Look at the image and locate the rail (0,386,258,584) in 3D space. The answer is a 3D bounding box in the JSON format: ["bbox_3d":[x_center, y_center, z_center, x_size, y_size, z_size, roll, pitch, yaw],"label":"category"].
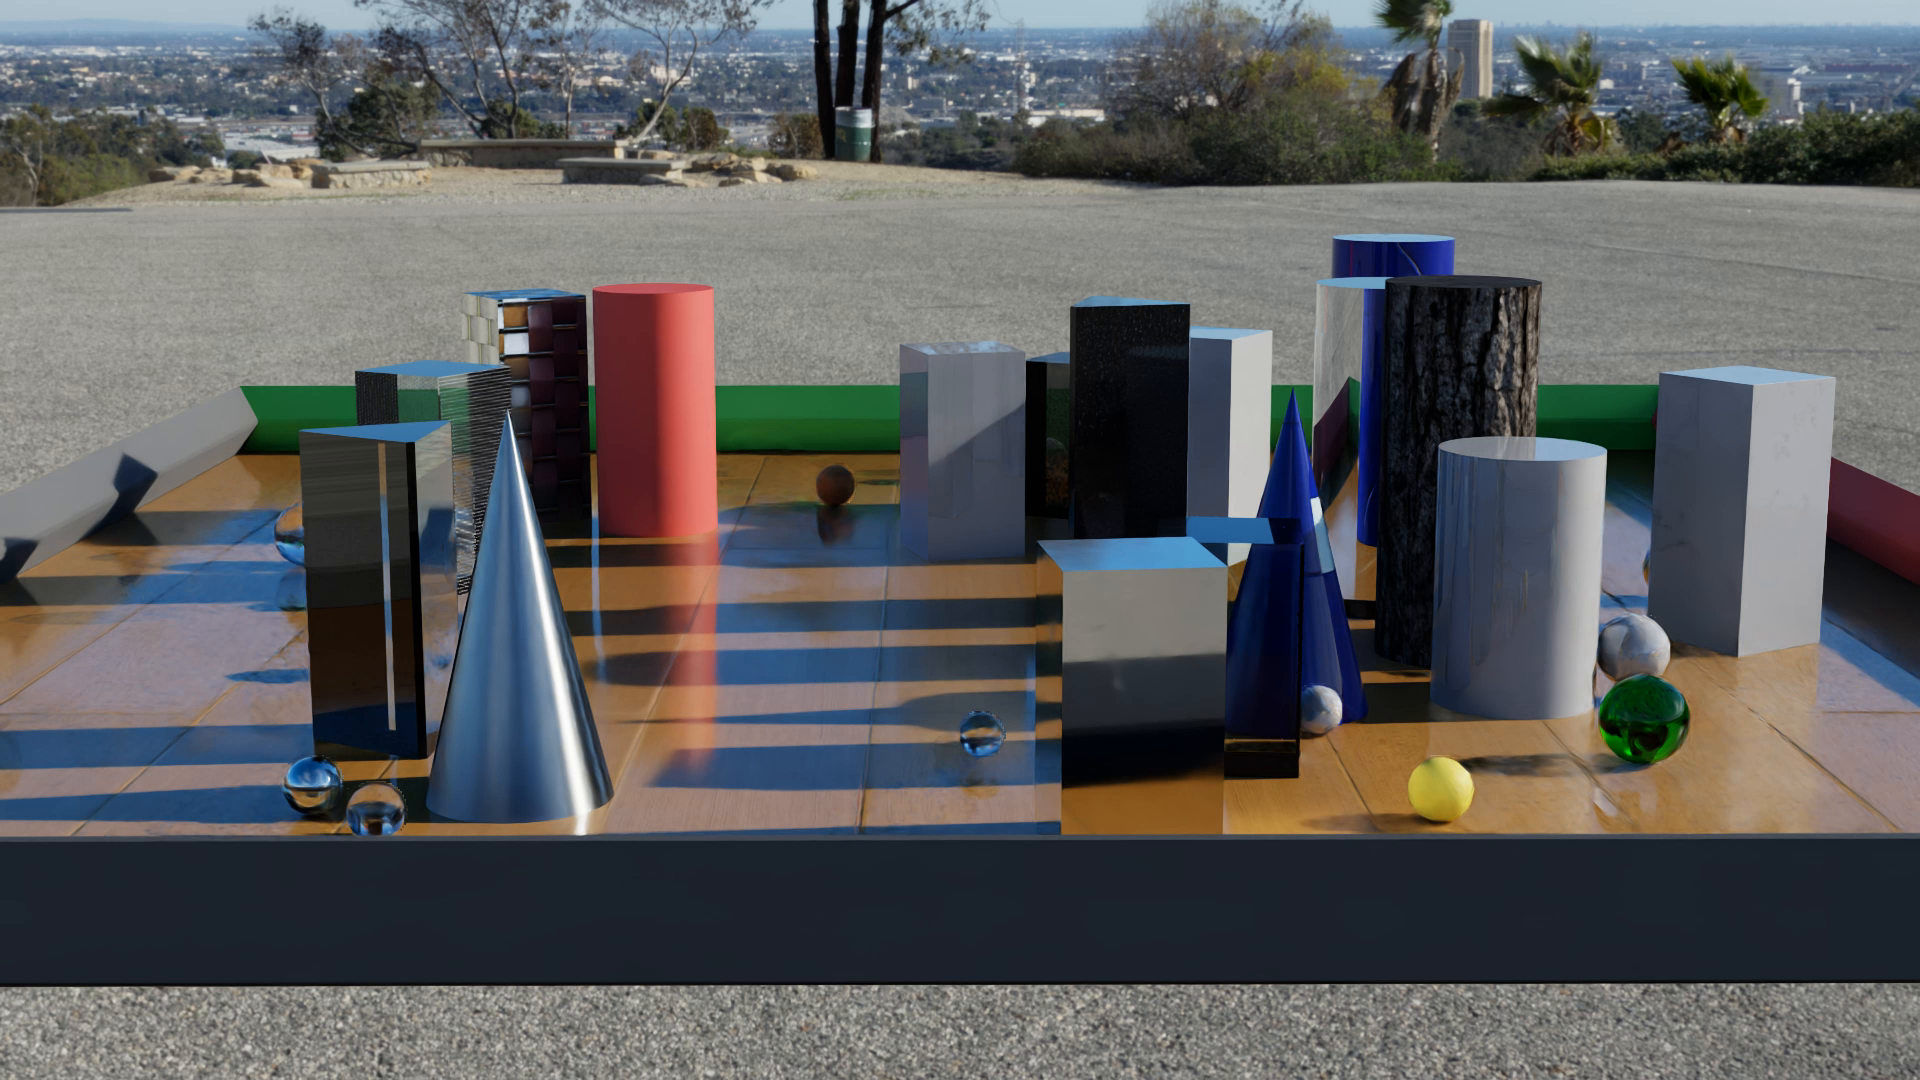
[{"bbox_3d":[-1.330,0.033,3.442,0.045,0.122,2.870,0,11,0],"label":"rail"}]

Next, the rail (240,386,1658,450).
[{"bbox_3d":[-0.008,-0.228,4.837,2.708,0.122,0.045,0,11,0],"label":"rail"}]

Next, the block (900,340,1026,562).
[{"bbox_3d":[0.003,-0.136,3.849,0.150,0.307,0.150,-3,11,-17],"label":"block"}]

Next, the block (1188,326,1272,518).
[{"bbox_3d":[0.368,-0.149,3.864,0.150,0.327,0.150,6,12,29],"label":"block"}]

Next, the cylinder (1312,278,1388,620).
[{"bbox_3d":[0.567,-0.126,3.442,0.188,0.437,0.188,0,11,0],"label":"cylinder"}]

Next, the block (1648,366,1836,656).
[{"bbox_3d":[0.987,-0.041,3.249,0.150,0.339,0.150,-7,12,-32],"label":"block"}]

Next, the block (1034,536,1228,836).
[{"bbox_3d":[0.157,0.149,2.395,0.150,0.279,0.150,-1,11,-7],"label":"block"}]

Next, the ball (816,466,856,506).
[{"bbox_3d":[-0.207,-0.091,4.261,0.067,0.067,0.067,0,11,0],"label":"ball"}]

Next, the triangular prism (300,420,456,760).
[{"bbox_3d":[-0.598,0.047,2.782,0.163,0.339,0.141,7,12,32],"label":"triangular prism"}]

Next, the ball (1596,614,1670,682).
[{"bbox_3d":[0.774,0.127,2.952,0.085,0.085,0.085,0,11,0],"label":"ball"}]

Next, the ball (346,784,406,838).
[{"bbox_3d":[-0.552,0.258,2.424,0.055,0.055,0.055,0,11,0],"label":"ball"}]

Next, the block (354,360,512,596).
[{"bbox_3d":[-0.733,-0.089,3.597,0.150,0.306,0.150,6,12,28],"label":"block"}]

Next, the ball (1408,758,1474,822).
[{"bbox_3d":[0.466,0.242,2.487,0.063,0.063,0.063,0,11,0],"label":"ball"}]

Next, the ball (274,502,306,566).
[{"bbox_3d":[-0.955,-0.008,3.747,0.093,0.093,0.093,0,11,0],"label":"ball"}]

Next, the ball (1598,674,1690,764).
[{"bbox_3d":[0.718,0.188,2.692,0.094,0.094,0.094,0,11,0],"label":"ball"}]

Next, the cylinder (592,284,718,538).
[{"bbox_3d":[-0.479,-0.207,4.034,0.188,0.378,0.188,0,11,0],"label":"cylinder"}]

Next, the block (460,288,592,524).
[{"bbox_3d":[-0.698,-0.216,4.130,0.150,0.360,0.150,-7,13,-32],"label":"block"}]

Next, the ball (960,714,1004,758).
[{"bbox_3d":[0.023,0.207,2.719,0.047,0.047,0.047,0,11,0],"label":"ball"}]

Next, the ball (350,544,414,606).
[{"bbox_3d":[-0.784,0.047,3.479,0.083,0.083,0.083,0,11,0],"label":"ball"}]

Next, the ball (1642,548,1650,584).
[{"bbox_3d":[0.979,0.038,3.506,0.090,0.090,0.090,0,11,0],"label":"ball"}]

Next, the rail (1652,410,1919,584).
[{"bbox_3d":[1.330,0.030,3.457,0.045,0.122,2.870,0,11,0],"label":"rail"}]

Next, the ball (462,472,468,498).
[{"bbox_3d":[-0.783,-0.094,4.235,0.078,0.078,0.078,0,11,0],"label":"ball"}]

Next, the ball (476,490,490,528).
[{"bbox_3d":[-0.702,-0.042,3.951,0.085,0.085,0.085,0,11,0],"label":"ball"}]

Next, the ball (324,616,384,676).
[{"bbox_3d":[-0.727,0.127,3.083,0.070,0.070,0.070,0,11,0],"label":"ball"}]

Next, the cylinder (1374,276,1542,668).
[{"bbox_3d":[0.612,-0.087,3.164,0.188,0.462,0.188,0,11,0],"label":"cylinder"}]

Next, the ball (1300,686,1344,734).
[{"bbox_3d":[0.393,0.186,2.810,0.054,0.054,0.054,0,11,0],"label":"ball"}]

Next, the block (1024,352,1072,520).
[{"bbox_3d":[0.199,-0.170,4.180,0.150,0.252,0.150,6,12,29],"label":"block"}]

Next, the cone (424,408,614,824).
[{"bbox_3d":[-0.442,0.064,2.540,0.188,0.394,0.188,0,11,0],"label":"cone"}]

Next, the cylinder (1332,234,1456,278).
[{"bbox_3d":[0.671,-0.243,4.010,0.188,0.457,0.188,0,11,0],"label":"cylinder"}]

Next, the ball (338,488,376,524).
[{"bbox_3d":[-0.962,-0.054,4.089,0.058,0.058,0.058,0,11,0],"label":"ball"}]

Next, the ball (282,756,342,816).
[{"bbox_3d":[-0.633,0.241,2.511,0.057,0.057,0.057,0,11,0],"label":"ball"}]

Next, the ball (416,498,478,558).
[{"bbox_3d":[-0.761,-0.018,3.810,0.088,0.088,0.088,0,11,0],"label":"ball"}]

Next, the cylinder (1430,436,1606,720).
[{"bbox_3d":[0.638,0.040,2.940,0.188,0.294,0.188,0,11,0],"label":"cylinder"}]

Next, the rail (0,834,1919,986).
[{"bbox_3d":[0.008,0.290,2.062,2.708,0.122,0.045,0,11,0],"label":"rail"}]

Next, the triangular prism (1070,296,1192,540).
[{"bbox_3d":[0.202,-0.109,3.404,0.163,0.417,0.141,-3,11,-16],"label":"triangular prism"}]

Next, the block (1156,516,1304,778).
[{"bbox_3d":[0.281,0.110,2.699,0.150,0.245,0.150,1,11,5],"label":"block"}]

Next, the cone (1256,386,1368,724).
[{"bbox_3d":[0.372,0.010,2.898,0.188,0.369,0.188,0,11,0],"label":"cone"}]
